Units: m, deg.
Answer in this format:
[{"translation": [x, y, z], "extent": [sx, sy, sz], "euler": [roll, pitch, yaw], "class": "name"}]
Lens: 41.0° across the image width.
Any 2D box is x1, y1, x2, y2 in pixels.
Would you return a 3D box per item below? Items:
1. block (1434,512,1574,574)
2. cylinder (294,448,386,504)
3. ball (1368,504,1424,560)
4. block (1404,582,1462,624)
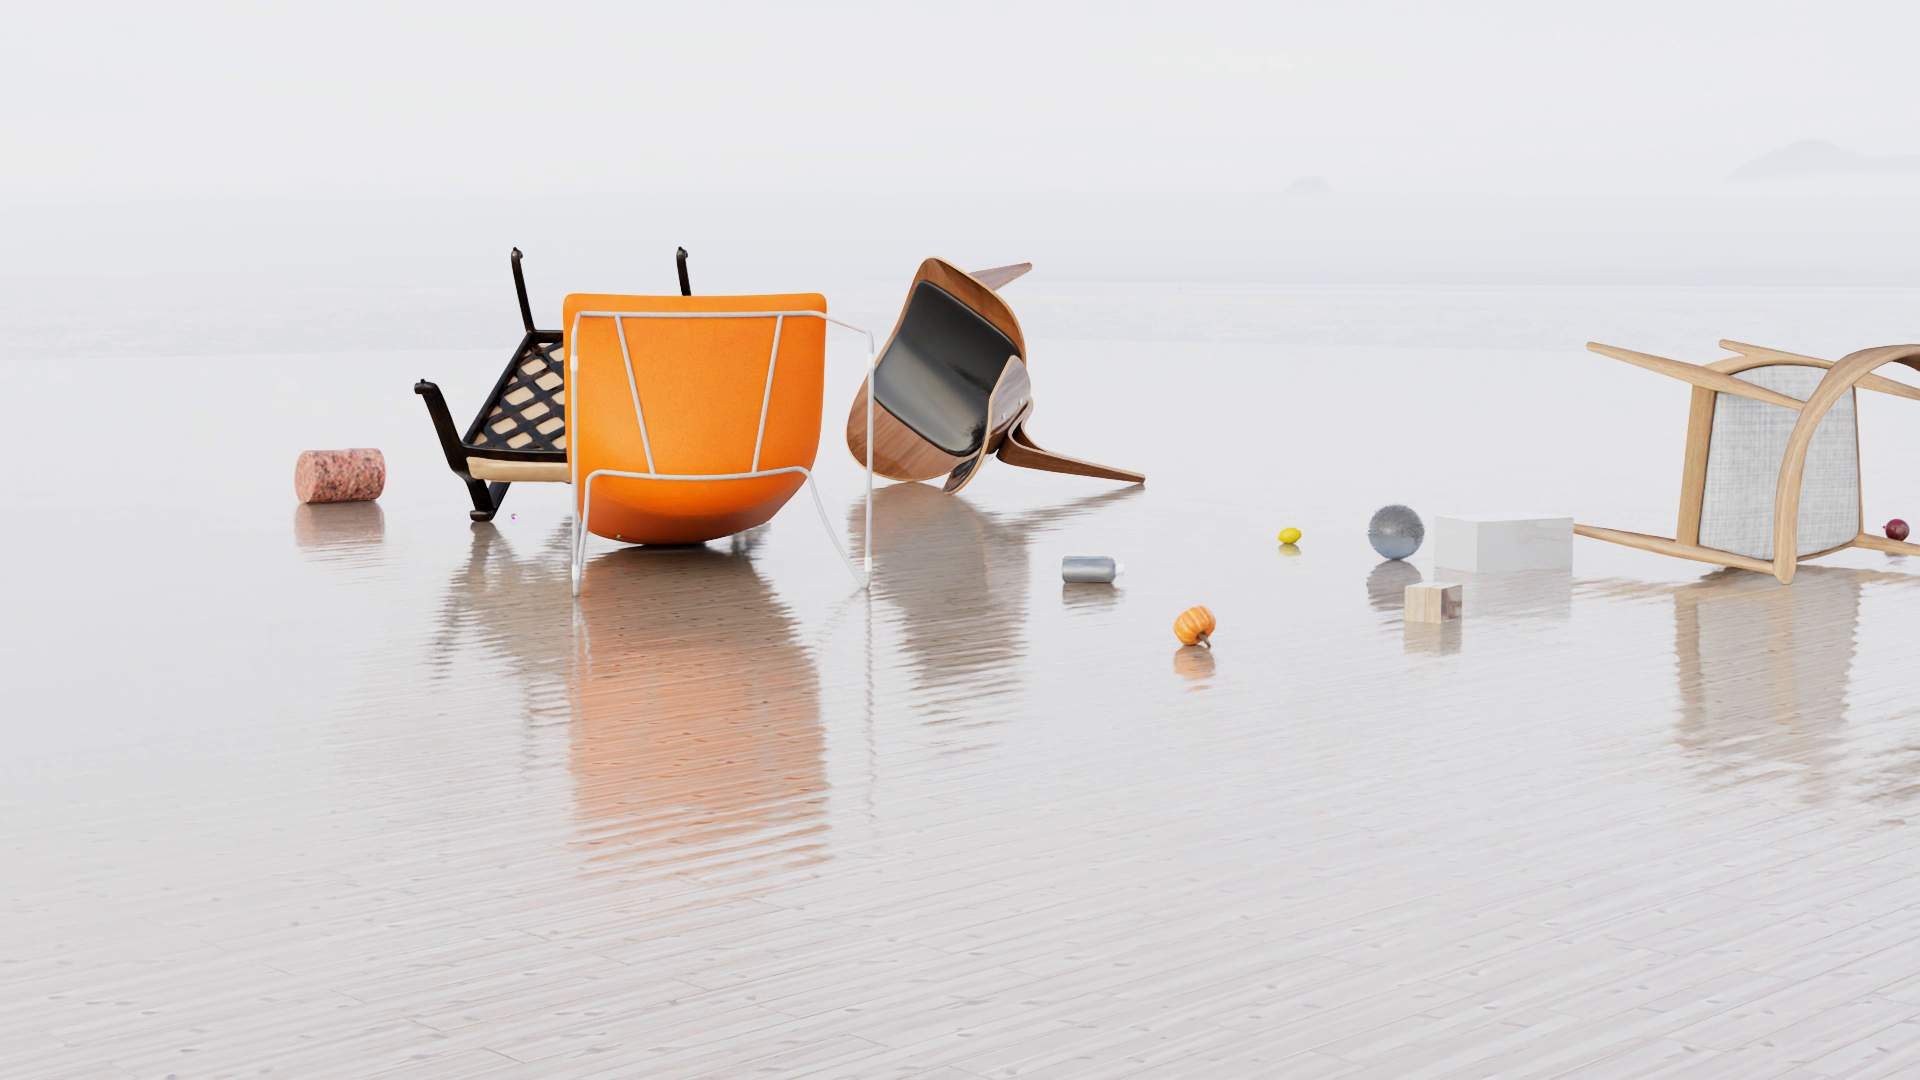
[{"translation": [1.233, 0.003, 5.821], "extent": [0.265, 0.114, 0.161], "euler": [-3, 6, -25], "class": "block"}, {"translation": [-1.810, -0.189, 7.491], "extent": [0.218, 0.167, 0.136], "euler": [-5, 49, -38], "class": "cylinder"}, {"translation": [1.014, -0.020, 5.964], "extent": [0.131, 0.131, 0.131], "euler": [0, 6, 0], "class": "ball"}, {"translation": [0.910, 0.119, 4.929], "extent": [0.075, 0.066, 0.095], "euler": [4, 7, 35], "class": "block"}]
